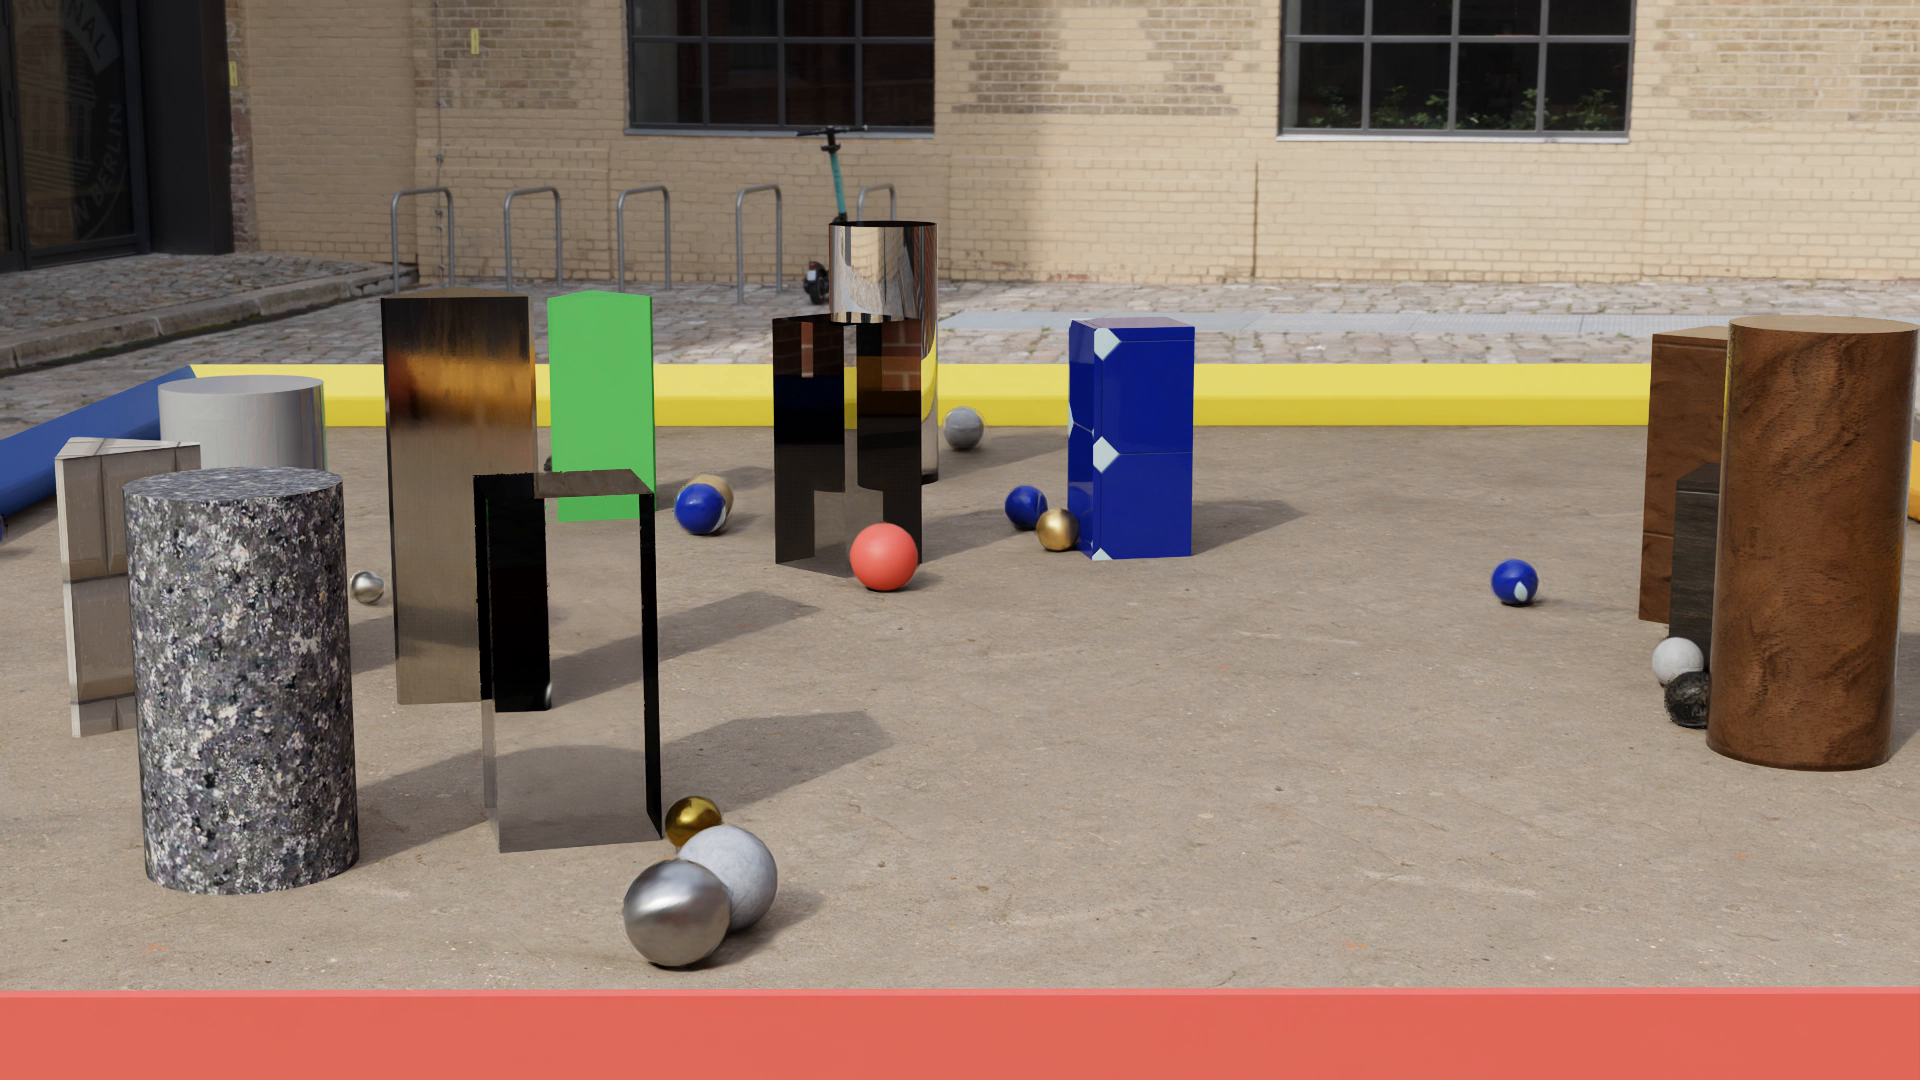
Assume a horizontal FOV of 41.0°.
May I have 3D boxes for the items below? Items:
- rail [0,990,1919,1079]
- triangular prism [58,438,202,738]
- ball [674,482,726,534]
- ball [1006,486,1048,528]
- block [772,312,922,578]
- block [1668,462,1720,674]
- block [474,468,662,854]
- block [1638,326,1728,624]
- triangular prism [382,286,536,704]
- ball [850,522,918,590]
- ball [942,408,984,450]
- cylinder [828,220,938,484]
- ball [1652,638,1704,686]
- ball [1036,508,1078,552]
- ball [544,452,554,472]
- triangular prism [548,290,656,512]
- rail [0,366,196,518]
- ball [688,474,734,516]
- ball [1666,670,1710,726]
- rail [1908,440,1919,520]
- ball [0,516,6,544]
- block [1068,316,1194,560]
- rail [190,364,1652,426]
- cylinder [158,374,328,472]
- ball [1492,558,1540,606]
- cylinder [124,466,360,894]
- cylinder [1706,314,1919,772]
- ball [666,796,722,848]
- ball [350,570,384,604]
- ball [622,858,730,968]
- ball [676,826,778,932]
[{"bbox_3d":[0.010,0.353,1.722,3.093,0.124,0.045,0,11,0],"label":"rail"},{"bbox_3d":[-0.954,0.045,2.882,0.165,0.308,0.143,-10,14,-42],"label":"triangular prism"},{"bbox_3d":[-0.405,-0.049,4.003,0.081,0.081,0.081,0,11,0],"label":"ball"},{"bbox_3d":[0.106,-0.052,4.057,0.068,0.068,0.068,0,11,0],"label":"ball"},{"bbox_3d":[-0.164,-0.143,3.742,0.152,0.361,0.152,10,15,44],"label":"block"},{"bbox_3d":[0.952,0.041,3.090,0.152,0.239,0.152,6,12,28],"label":"block"},{"bbox_3d":[-0.376,0.111,2.455,0.152,0.334,0.152,-3,11,-15],"label":"block"},{"bbox_3d":[1.006,-0.081,3.364,0.152,0.379,0.152,10,15,44],"label":"block"},{"bbox_3d":[-0.576,-0.056,2.989,0.165,0.467,0.143,-2,11,-9],"label":"triangular prism"},{"bbox_3d":[-0.106,0.023,3.579,0.095,0.095,0.095,0,11,0],"label":"ball"},{"bbox_3d":[0.006,-0.211,4.877,0.080,0.080,0.080,0,11,0],"label":"ball"},{"bbox_3d":[-0.134,-0.329,4.501,0.190,0.449,0.190,0,11,0],"label":"cylinder"},{"bbox_3d":[0.845,0.145,3.021,0.060,0.060,0.060,0,11,0],"label":"ball"},{"bbox_3d":[0.147,-0.016,3.870,0.065,0.065,0.065,0,11,0],"label":"ball"},{"bbox_3d":[-0.689,-0.124,4.450,0.065,0.065,0.065,0,11,0],"label":"ball"},{"bbox_3d":[-0.597,-0.229,4.231,0.165,0.353,0.143,-3,11,-14],"label":"triangular prism"},{"bbox_3d":[-1.523,0.033,3.441,0.045,0.124,3.561,0,11,0],"label":"rail"},{"bbox_3d":[-0.402,-0.065,4.093,0.081,0.081,0.081,0,11,0],"label":"ball"},{"bbox_3d":[0.815,0.176,2.847,0.062,0.062,0.062,0,11,0],"label":"ball"},{"bbox_3d":[1.523,0.030,3.458,0.045,0.124,3.561,0,11,0],"label":"rail"},{"bbox_3d":[-1.465,-0.015,3.817,0.083,0.083,0.083,0,11,0],"label":"ball"},{"bbox_3d":[0.255,-0.155,3.858,0.152,0.344,0.152,-2,11,-12],"label":"block"},{"bbox_3d":[-0.010,-0.290,5.177,3.093,0.124,0.045,0,11,0],"label":"rail"},{"bbox_3d":[-0.852,-0.012,3.073,0.190,0.350,0.190,0,11,0],"label":"cylinder"},{"bbox_3d":[0.754,0.057,3.484,0.063,0.063,0.063,0,11,0],"label":"ball"},{"bbox_3d":[-0.652,0.123,2.335,0.190,0.354,0.190,0,11,0],"label":"cylinder"},{"bbox_3d":[0.901,-0.001,2.720,0.190,0.457,0.190,0,11,0],"label":"cylinder"},{"bbox_3d":[-0.248,0.265,2.394,0.053,0.053,0.053,0,11,0],"label":"ball"},{"bbox_3d":[-0.807,0.065,3.492,0.045,0.045,0.045,0,11,0],"label":"ball"},{"bbox_3d":[-0.231,0.304,2.092,0.088,0.088,0.088,0,11,0],"label":"ball"},{"bbox_3d":[-0.200,0.287,2.175,0.090,0.090,0.090,0,11,0],"label":"ball"}]
